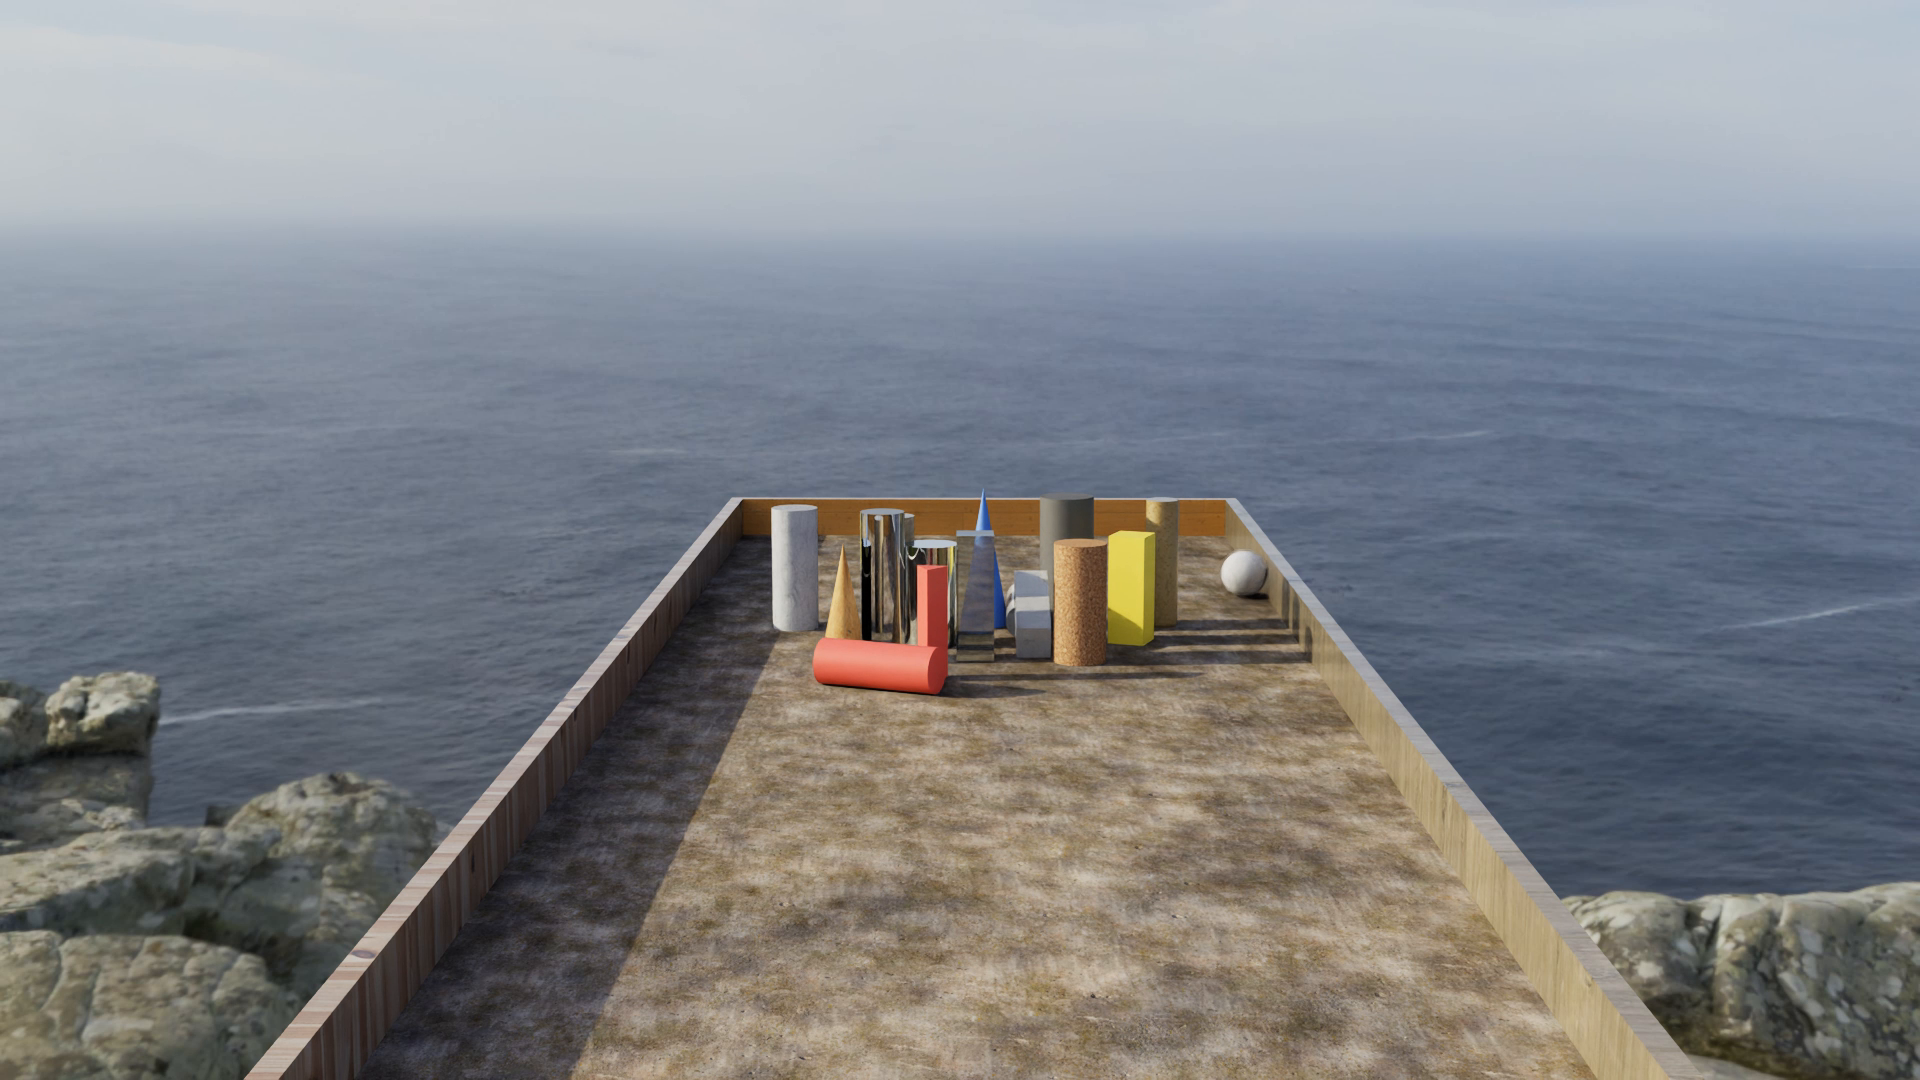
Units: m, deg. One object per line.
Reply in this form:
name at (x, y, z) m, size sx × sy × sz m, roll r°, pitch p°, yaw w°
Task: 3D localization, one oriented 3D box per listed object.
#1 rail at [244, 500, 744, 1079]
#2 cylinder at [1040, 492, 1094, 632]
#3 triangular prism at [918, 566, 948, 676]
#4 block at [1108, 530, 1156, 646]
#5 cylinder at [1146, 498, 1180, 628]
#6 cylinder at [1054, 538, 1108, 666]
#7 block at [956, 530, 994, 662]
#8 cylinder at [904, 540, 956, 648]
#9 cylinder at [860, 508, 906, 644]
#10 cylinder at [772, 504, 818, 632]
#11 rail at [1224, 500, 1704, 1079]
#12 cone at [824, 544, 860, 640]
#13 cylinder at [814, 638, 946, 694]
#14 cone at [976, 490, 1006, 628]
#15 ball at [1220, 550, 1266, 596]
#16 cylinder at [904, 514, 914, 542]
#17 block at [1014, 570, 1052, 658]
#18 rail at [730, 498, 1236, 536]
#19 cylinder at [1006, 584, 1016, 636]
rail at (-1.004, 0.839, 3.234) m, size 0.050 × 0.150 × 12.000 m, roll 0°, pitch 9°, yaw 1°
cylinder at (0.348, 0.071, 7.178) m, size 0.176 × 0.433 × 0.176 m, roll 0°, pitch 9°, yaw 0°
triangular prism at (-0.094, 0.241, 6.434) m, size 0.076 × 0.331 × 0.088 m, roll 7°, pitch 12°, yaw 39°
block at (0.543, 0.152, 6.956) m, size 0.116 × 0.343 × 0.116 m, roll 4°, pitch 10°, yaw 22°
cylinder at (0.661, 0.074, 7.210) m, size 0.107 × 0.418 × 0.107 m, roll 0°, pitch 9°, yaw 0°
cylinder at (0.364, 0.188, 6.663) m, size 0.161 × 0.363 × 0.161 m, roll 0°, pitch 9°, yaw 0°
block at (0.046, 0.171, 6.695) m, size 0.114 × 0.387 × 0.114 m, roll 0°, pitch 9°, yaw 0°
cylinder at (-0.091, 0.170, 6.915) m, size 0.170 × 0.320 × 0.170 m, roll 0°, pitch 9°, yaw 0°
cylinder at (-0.234, 0.140, 6.666) m, size 0.135 × 0.457 × 0.135 m, roll 0°, pitch 9°, yaw 0°
cylinder at (-0.539, 0.090, 7.183) m, size 0.151 × 0.394 × 0.151 m, roll 0°, pitch 9°, yaw 0°
rail at (1.046, 0.843, 3.208) m, size 0.050 × 0.150 × 12.000 m, roll 0°, pitch 9°, yaw 1°
cone at (-0.368, 0.165, 6.955) m, size 0.128 × 0.316 × 0.128 m, roll 0°, pitch 9°, yaw 0°
cylinder at (-0.231, 0.360, 6.307) m, size 0.359 × 0.134 × 0.134 m, roll 4°, pitch 10°, yaw 23°
cone at (0.077, 0.052, 7.221) m, size 0.166 × 0.457 × 0.166 m, roll 0°, pitch 9°, yaw 0°
ball at (1.000, 0.119, 7.745) m, size 0.161 × 0.161 × 0.161 m, roll 0°, pitch 9°, yaw 0°
cylinder at (-0.206, 0.103, 7.180) m, size 0.117 × 0.369 × 0.117 m, roll 0°, pitch 9°, yaw 0°
block at (0.225, 0.229, 6.865) m, size 0.105 × 0.105 × 0.357 m, roll 0°, pitch 29°, yaw 0°
rail at (0.099, -0.098, 9.147) m, size 2.100 × 0.150 × 0.050 m, roll 0°, pitch 9°, yaw 1°
cylinder at (0.204, 0.228, 7.233) m, size 0.106 × 0.106 × 0.441 m, roll 0°, pitch 9°, yaw 2°
